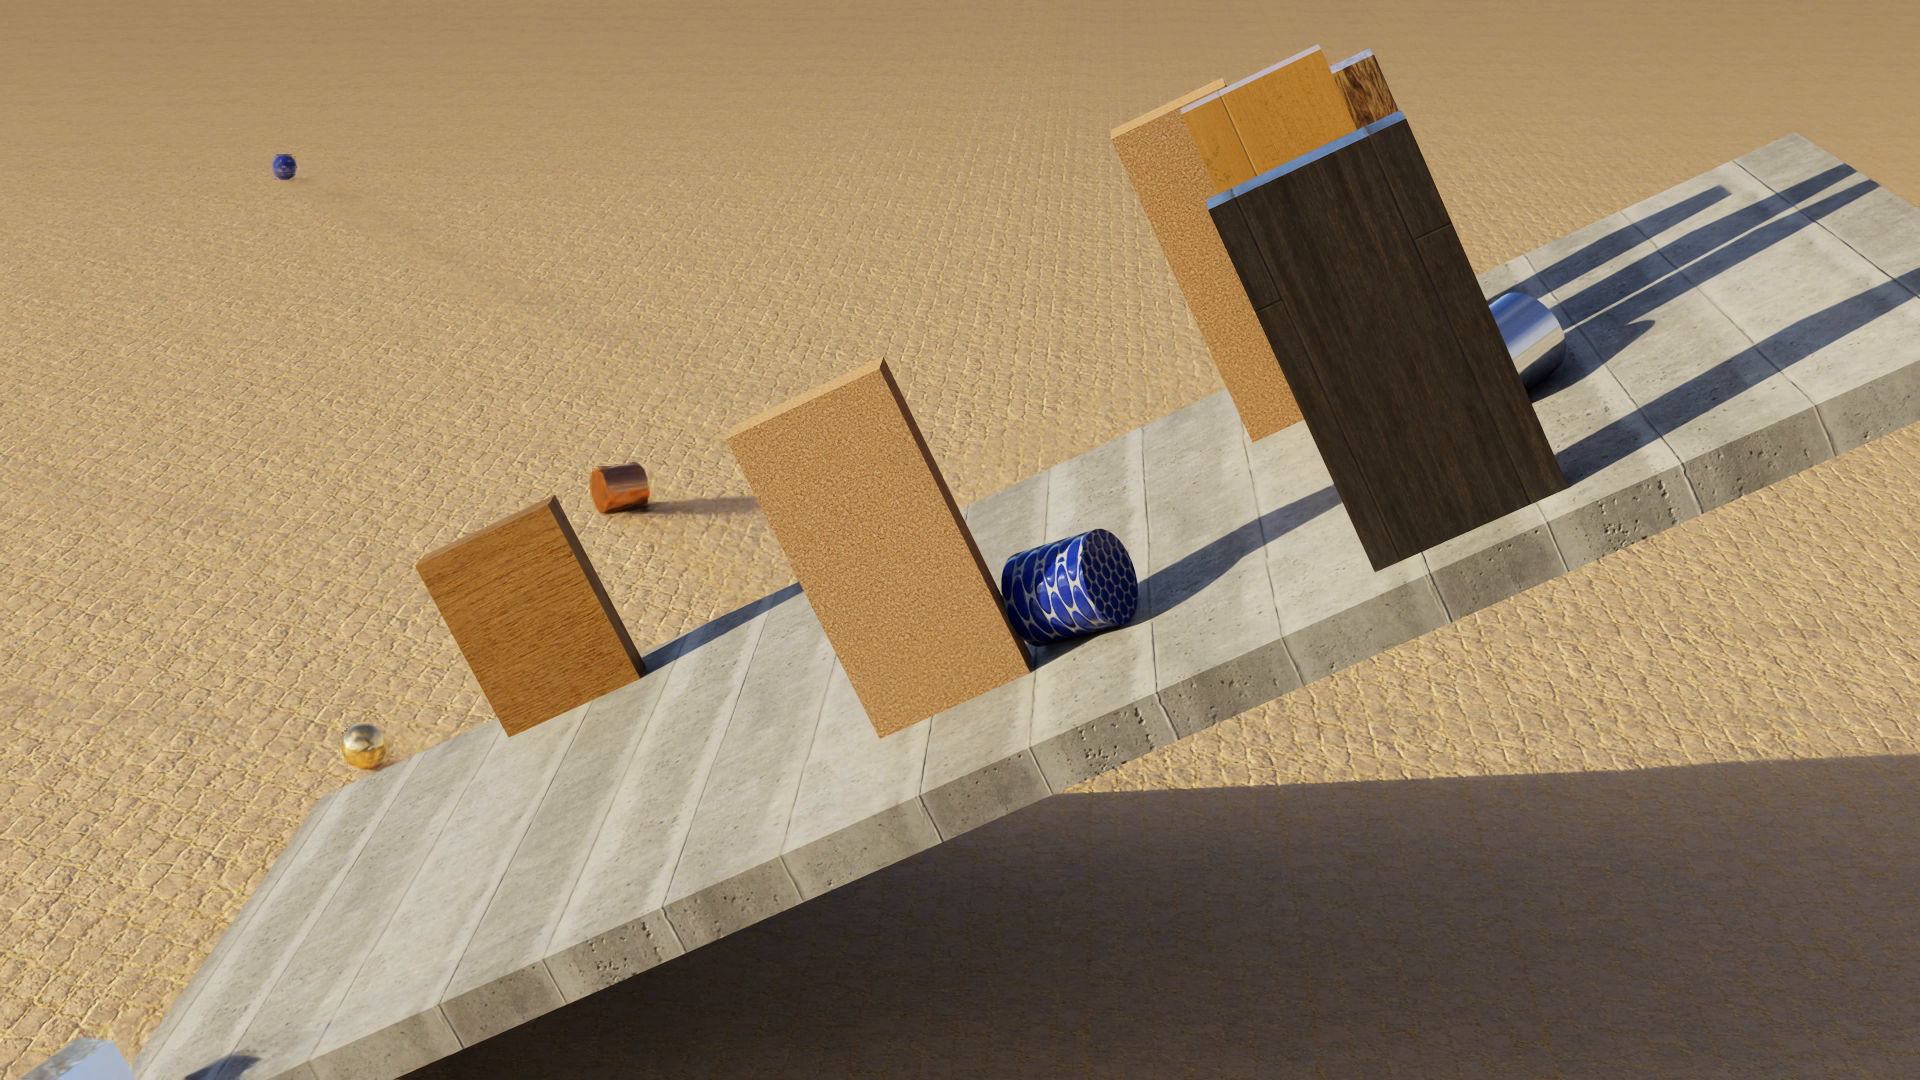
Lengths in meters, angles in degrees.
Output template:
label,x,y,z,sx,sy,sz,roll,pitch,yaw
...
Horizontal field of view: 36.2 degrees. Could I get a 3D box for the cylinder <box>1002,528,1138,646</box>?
label,x,y,z,sx,sy,sz,roll,pitch,yaw
cylinder,0.216,0.094,5.775,0.193,0.193,0.193,-17,4,34

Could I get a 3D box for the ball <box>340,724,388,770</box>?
label,x,y,z,sx,sy,sz,roll,pitch,yaw
ball,-1.621,0.561,7.997,0.126,0.126,0.126,0,16,0

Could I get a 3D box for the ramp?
label,x,y,z,sx,sy,sz,roll,pitch,yaw
ramp,0.136,0.168,6.282,4.000,0.100,2.000,-24,13,9

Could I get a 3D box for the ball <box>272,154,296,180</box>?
label,x,y,z,sx,sy,sz,roll,pitch,yaw
ball,-4.090,-2.254,17.801,0.151,0.151,0.151,0,16,0

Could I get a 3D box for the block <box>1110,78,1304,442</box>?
label,x,y,z,sx,sy,sz,roll,pitch,yaw
block,0.615,-0.618,6.518,0.271,0.749,0.141,-24,13,9

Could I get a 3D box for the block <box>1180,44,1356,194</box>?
label,x,y,z,sx,sy,sz,roll,pitch,yaw
block,0.754,-0.575,5.985,0.303,0.799,0.082,-24,13,9

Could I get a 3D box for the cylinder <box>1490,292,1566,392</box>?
label,x,y,z,sx,sy,sz,roll,pitch,yaw
cylinder,1.088,-0.374,5.925,0.186,0.186,0.186,-34,33,-31

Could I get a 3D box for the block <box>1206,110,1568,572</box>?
label,x,y,z,sx,sy,sz,roll,pitch,yaw
block,0.764,-0.350,5.256,0.375,0.730,0.108,-24,13,9

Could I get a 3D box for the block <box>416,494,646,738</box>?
label,x,y,z,sx,sy,sz,roll,pitch,yaw
block,-1.044,0.187,7.170,0.365,0.483,0.095,-24,13,9

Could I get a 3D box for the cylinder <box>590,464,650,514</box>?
label,x,y,z,sx,sy,sz,roll,pitch,yaw
cylinder,-1.220,-0.185,10.547,0.158,0.158,0.158,-9,18,-28

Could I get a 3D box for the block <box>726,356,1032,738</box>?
label,x,y,z,sx,sy,sz,roll,pitch,yaw
block,-0.153,0.018,5.719,0.327,0.669,0.107,-24,13,9

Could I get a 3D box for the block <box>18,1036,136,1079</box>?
label,x,y,z,sx,sy,sz,roll,pitch,yaw
block,-1.689,1.081,5.653,0.174,0.174,0.174,-36,16,-34

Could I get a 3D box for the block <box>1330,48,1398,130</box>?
label,x,y,z,sx,sy,sz,roll,pitch,yaw
block,0.832,-0.625,6.218,0.392,0.711,0.108,-24,13,9
